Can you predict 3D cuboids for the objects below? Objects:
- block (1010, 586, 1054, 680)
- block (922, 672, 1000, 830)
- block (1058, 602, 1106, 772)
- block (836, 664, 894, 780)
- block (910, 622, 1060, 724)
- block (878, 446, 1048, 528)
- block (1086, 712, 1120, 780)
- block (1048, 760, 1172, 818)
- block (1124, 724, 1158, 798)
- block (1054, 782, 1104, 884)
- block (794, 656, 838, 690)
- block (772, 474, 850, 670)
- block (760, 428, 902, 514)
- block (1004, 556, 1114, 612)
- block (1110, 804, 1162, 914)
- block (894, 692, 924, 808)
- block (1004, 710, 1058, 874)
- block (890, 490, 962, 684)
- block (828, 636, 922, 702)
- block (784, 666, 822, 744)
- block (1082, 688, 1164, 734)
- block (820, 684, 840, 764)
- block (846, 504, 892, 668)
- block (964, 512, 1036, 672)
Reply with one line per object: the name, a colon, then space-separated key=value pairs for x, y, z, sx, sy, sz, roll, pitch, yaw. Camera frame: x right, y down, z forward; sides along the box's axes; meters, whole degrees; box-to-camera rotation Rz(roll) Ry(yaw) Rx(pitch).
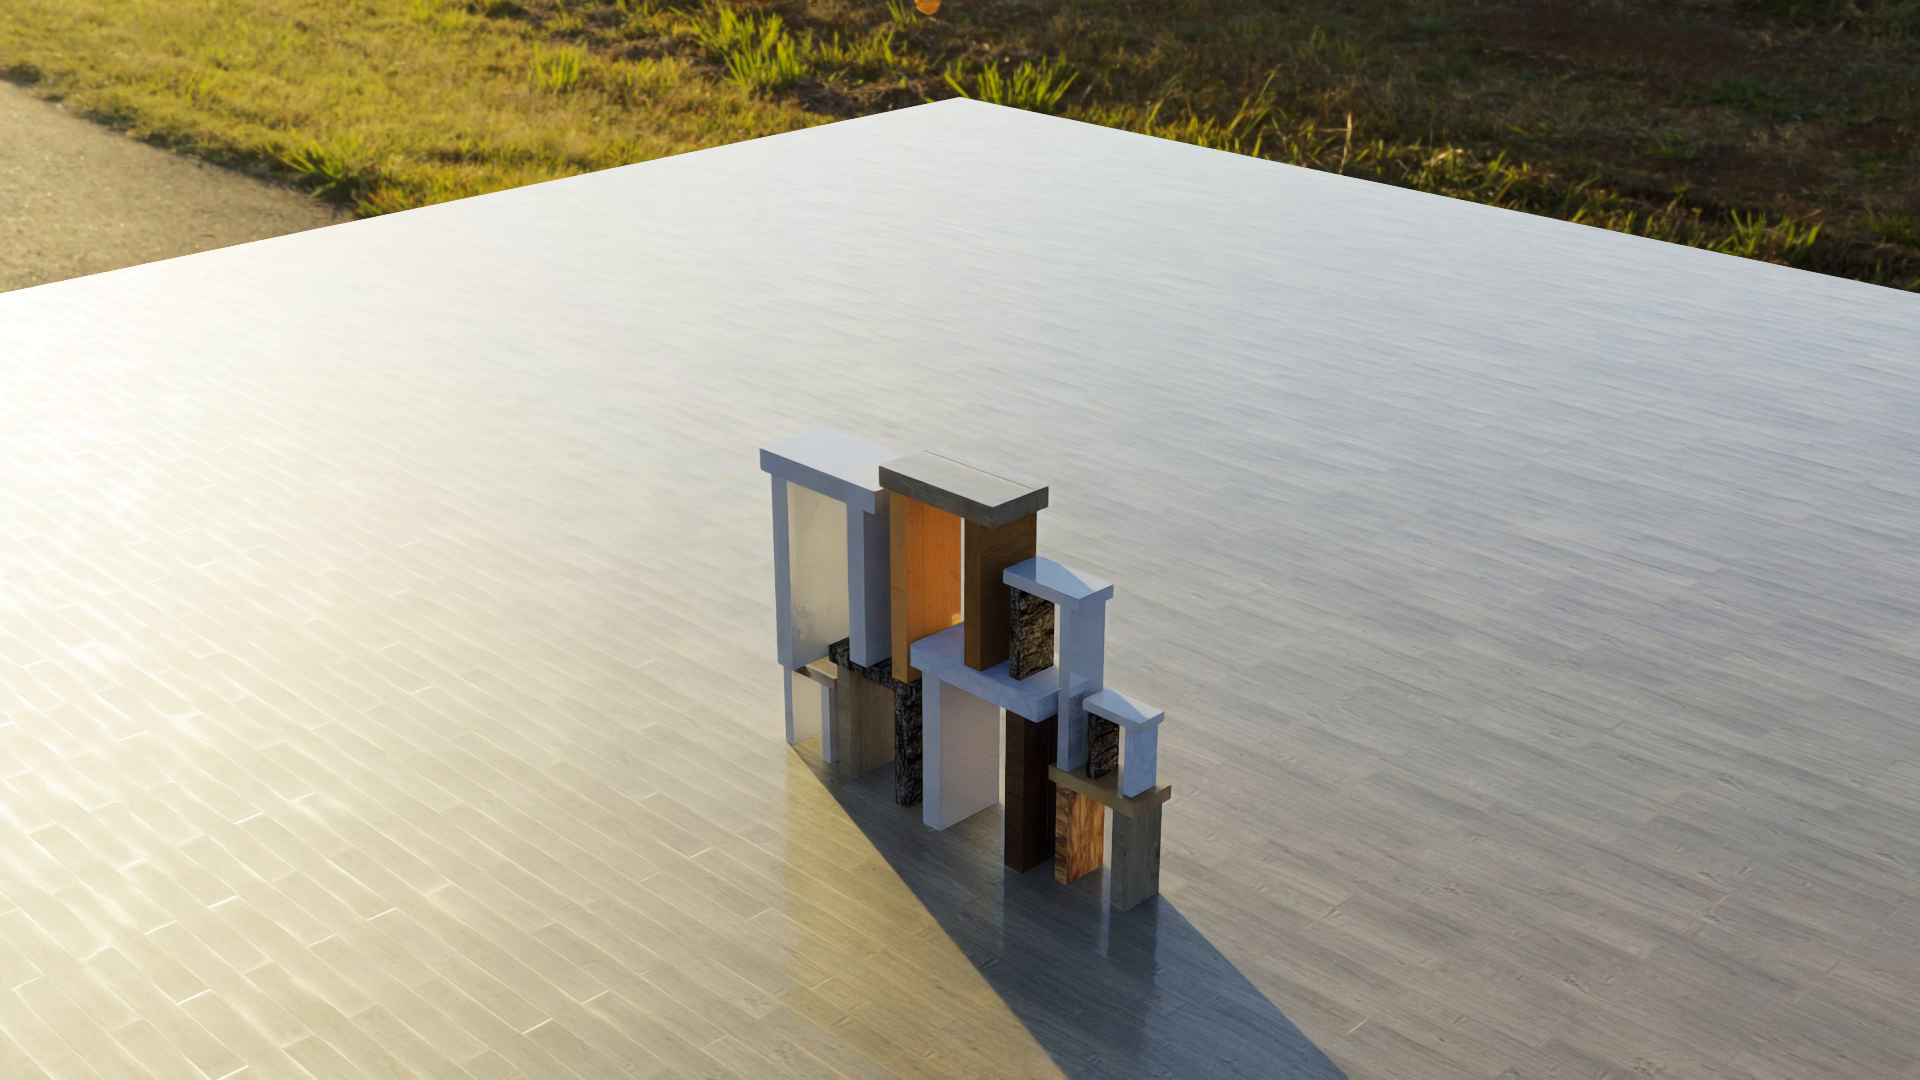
block: x=0.136 y=0.162 z=4.145 sx=0.027 sy=0.189 sz=0.095 roll=21 pitch=31 yaw=41
block: x=0.003 y=0.395 z=4.395 sx=0.048 sy=0.339 sz=0.170 roll=21 pitch=31 yaw=41
block: x=0.225 y=0.264 z=4.092 sx=0.027 sy=0.335 sz=0.094 roll=21 pitch=31 yaw=41
block: x=-0.194 y=0.360 z=4.586 sx=0.036 sy=0.255 sz=0.127 roll=21 pitch=31 yaw=41
block: x=0.083 y=0.248 z=4.246 sx=0.339 sy=0.048 sz=0.170 roll=21 pitch=31 yaw=41
block: x=0.005 y=-0.103 z=4.180 sx=0.303 sy=0.043 sz=0.152 roll=21 pitch=31 yaw=40
block: x=0.267 y=0.371 z=4.091 sx=0.020 sy=0.138 sz=0.069 roll=21 pitch=31 yaw=41
block: x=0.280 y=0.452 z=4.115 sx=0.211 sy=0.030 sz=0.106 roll=21 pitch=31 yaw=41
block: x=0.331 y=0.397 z=4.031 sx=0.020 sy=0.138 sz=0.069 roll=21 pitch=31 yaw=41
block: x=0.230 y=0.544 z=4.208 sx=0.030 sy=0.211 sz=0.106 roll=21 pitch=31 yaw=41
block: x=-0.292 y=0.263 z=4.650 sx=0.179 sy=0.025 sz=0.090 roll=21 pitch=31 yaw=41
block: x=-0.306 y=0.046 z=4.582 sx=0.048 sy=0.427 sz=0.171 roll=21 pitch=31 yaw=40
block: x=-0.226 y=-0.142 z=4.415 sx=0.341 sy=0.048 sz=0.171 roll=21 pitch=31 yaw=40
block: x=0.181 y=0.080 z=4.062 sx=0.189 sy=0.027 sz=0.094 roll=21 pitch=31 yaw=41
block: x=0.330 y=0.583 z=4.116 sx=0.030 sy=0.212 sz=0.106 roll=21 pitch=31 yaw=41
block: x=-0.074 y=0.407 z=4.476 sx=0.036 sy=0.255 sz=0.127 roll=21 pitch=31 yaw=41
block: x=0.163 y=0.458 z=4.248 sx=0.048 sy=0.339 sz=0.170 roll=21 pitch=31 yaw=41
block: x=-0.067 y=0.073 z=4.332 sx=0.043 sy=0.400 sz=0.152 roll=21 pitch=31 yaw=40
block: x=-0.134 y=0.250 z=4.474 sx=0.255 sy=0.036 sz=0.127 roll=21 pitch=31 yaw=41
block: x=-0.335 y=0.341 z=4.728 sx=0.025 sy=0.179 sz=0.090 roll=21 pitch=31 yaw=40
block: x=0.299 y=0.312 z=4.030 sx=0.138 sy=0.020 sz=0.069 roll=21 pitch=31 yaw=41
block: x=-0.250 y=0.374 z=4.650 sx=0.090 sy=0.179 sz=0.025 roll=-21 pitch=31 yaw=-41
block: x=-0.145 y=0.069 z=4.417 sx=0.048 sy=0.341 sz=0.171 roll=21 pitch=31 yaw=41
block: x=0.077 y=0.085 z=4.182 sx=0.043 sy=0.303 sz=0.152 roll=21 pitch=31 yaw=41
